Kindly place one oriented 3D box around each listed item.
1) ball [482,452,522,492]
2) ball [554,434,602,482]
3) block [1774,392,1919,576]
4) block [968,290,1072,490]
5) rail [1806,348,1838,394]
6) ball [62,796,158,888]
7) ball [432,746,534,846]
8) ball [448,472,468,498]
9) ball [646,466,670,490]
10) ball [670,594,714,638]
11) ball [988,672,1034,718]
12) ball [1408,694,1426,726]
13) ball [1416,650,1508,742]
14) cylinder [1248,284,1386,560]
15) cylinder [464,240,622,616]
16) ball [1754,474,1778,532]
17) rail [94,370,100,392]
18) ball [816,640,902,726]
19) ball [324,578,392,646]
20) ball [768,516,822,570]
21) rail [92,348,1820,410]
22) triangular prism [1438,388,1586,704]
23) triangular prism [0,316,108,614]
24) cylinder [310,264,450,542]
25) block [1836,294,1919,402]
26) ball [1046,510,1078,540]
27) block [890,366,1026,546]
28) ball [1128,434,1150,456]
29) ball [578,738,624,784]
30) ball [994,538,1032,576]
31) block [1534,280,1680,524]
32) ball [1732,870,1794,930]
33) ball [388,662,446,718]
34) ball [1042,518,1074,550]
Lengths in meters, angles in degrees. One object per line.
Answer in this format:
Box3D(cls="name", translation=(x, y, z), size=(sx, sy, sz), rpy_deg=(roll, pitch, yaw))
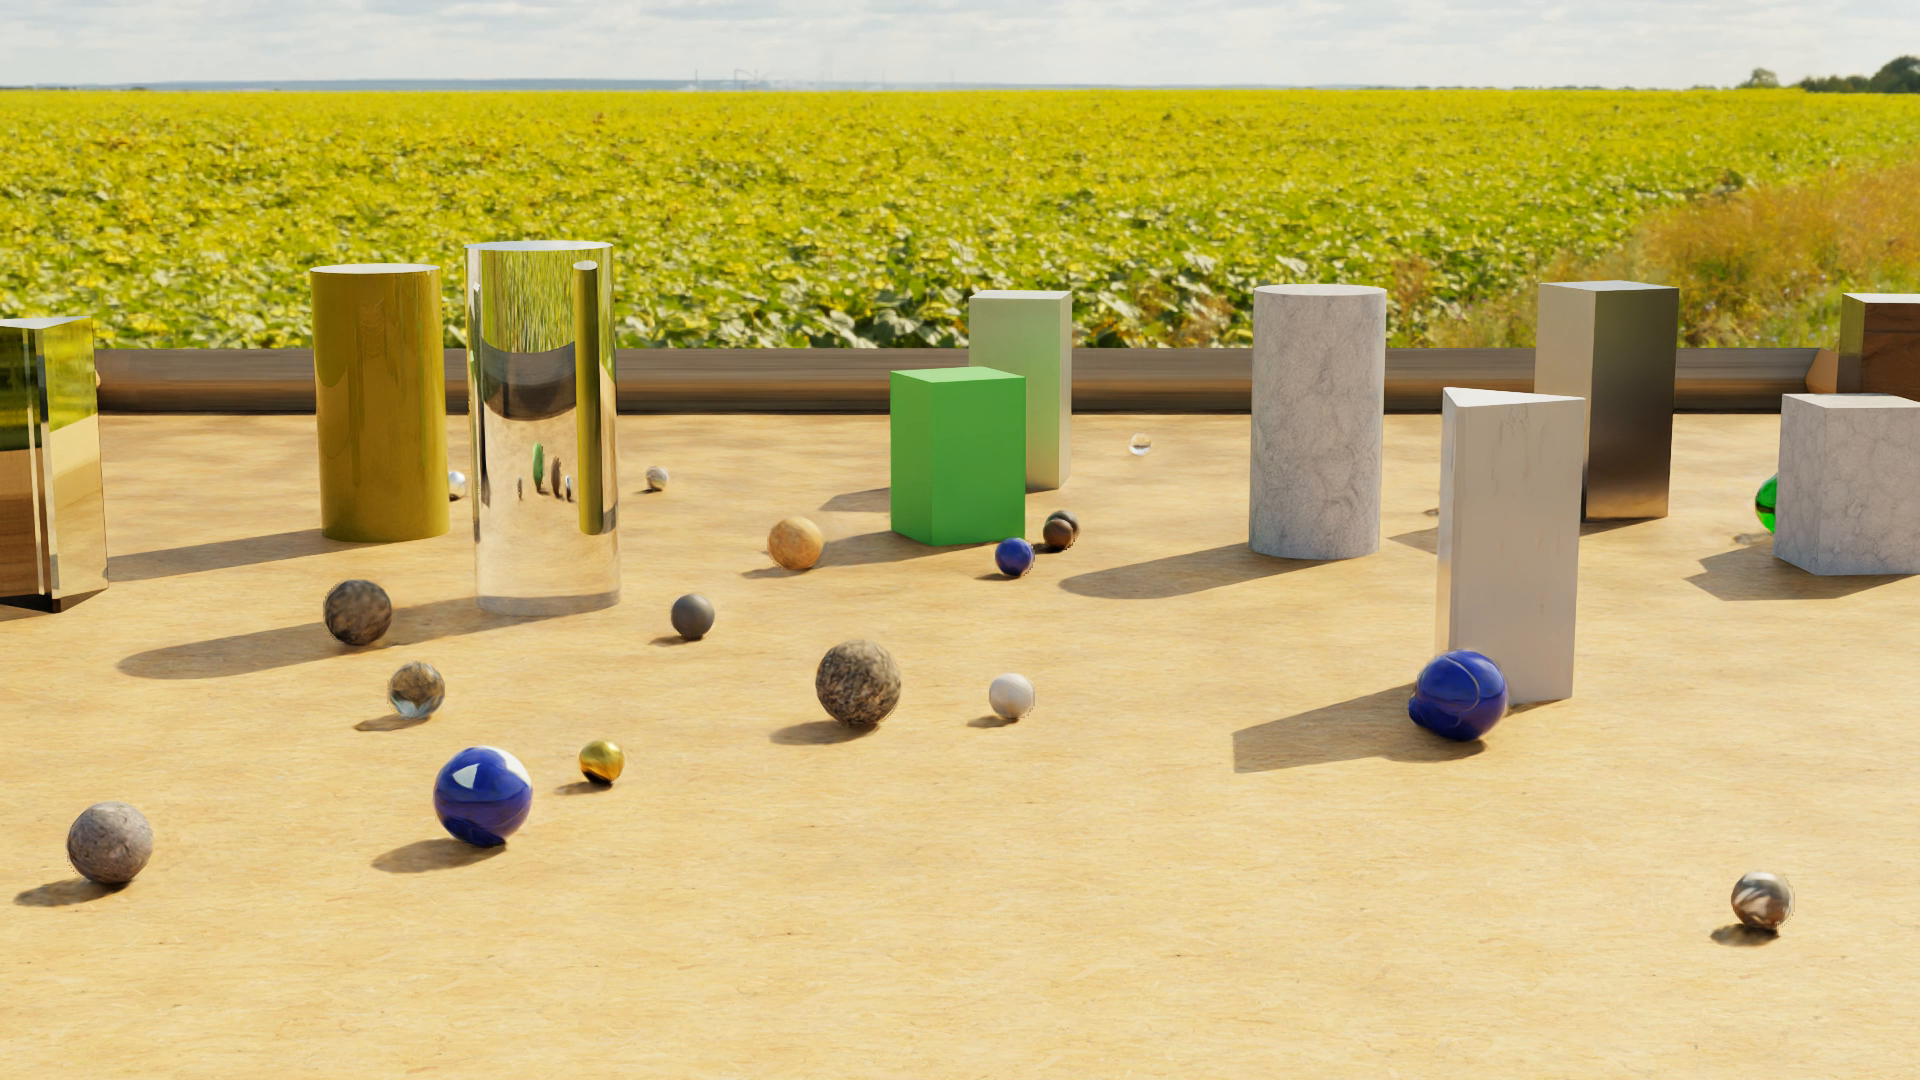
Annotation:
Box3D(cls="ball", translation=(-0.794, -0.118, 4.442), size=(0.068, 0.068, 0.068), rpy_deg=(0, 10, 0))
Box3D(cls="ball", translation=(-0.676, -0.145, 4.542), size=(0.085, 0.085, 0.085), rpy_deg=(0, 10, 0))
Box3D(cls="block", translation=(1.312, -0.084, 3.776), size=(0.159, 0.244, 0.159), rpy_deg=(-1, 11, -5))
Box3D(cls="block", translation=(0.107, -0.268, 4.528), size=(0.159, 0.331, 0.159), rpy_deg=(2, 11, 10))
Box3D(cls="rail", translation=(1.834, 0.031, 3.459), size=(0.045, 0.129, 4.174), rpy_deg=(0, 10, 0))
Box3D(cls="ball", translation=(-0.765, 0.273, 2.312), size=(0.083, 0.083, 0.083), rpy_deg=(0, 10, 0))
Box3D(cls="ball", translation=(-0.451, 0.242, 2.426), size=(0.094, 0.094, 0.094), rpy_deg=(0, 10, 0))
Box3D(cls="ball", translation=(-0.862, -0.094, 4.367), size=(0.047, 0.047, 0.047), rpy_deg=(0, 10, 0))
Box3D(cls="ball", translation=(-0.526, -0.107, 4.457), size=(0.041, 0.041, 0.041), rpy_deg=(0, 10, 0))
Box3D(cls="ball", translation=(-0.345, 0.097, 3.307), size=(0.057, 0.057, 0.057), rpy_deg=(0, 10, 0))
Box3D(cls="ball", translation=(0.057, 0.176, 2.899), size=(0.051, 0.051, 0.051), rpy_deg=(0, 10, 0))
Box3D(cls="ball", translation=(0.520, 0.188, 2.862), size=(0.041, 0.041, 0.041), rpy_deg=(0, 10, 0))
Box3D(cls="ball", translation=(0.548, 0.170, 2.799), size=(0.100, 0.100, 0.100), rpy_deg=(0, 10, 0))
Box3D(cls="cylinder", translation=(0.542, -0.183, 3.895), size=(0.199, 0.394, 0.199), rpy_deg=(0, 10, 0))
Box3D(cls="cylinder", translation=(-0.566, -0.156, 3.491), size=(0.199, 0.488, 0.199), rpy_deg=(0, 10, 0))
Box3D(cls="ball", translation=(1.298, -0.057, 4.024), size=(0.099, 0.099, 0.099), rpy_deg=(0, 10, 0))
Box3D(cls="rail", translation=(-1.834, 0.035, 3.438), size=(0.045, 0.129, 4.174), rpy_deg=(0, 10, 0))
Box3D(cls="ball", translation=(-0.113, 0.159, 2.865), size=(0.097, 0.097, 0.097), rpy_deg=(0, 10, 0))
Box3D(cls="ball", translation=(-0.765, 0.092, 3.262), size=(0.085, 0.085, 0.085), rpy_deg=(0, 10, 0))
Box3D(cls="ball", translation=(-0.240, 0.004, 3.753), size=(0.079, 0.079, 0.079), rpy_deg=(0, 10, 0))
Box3D(cls="rail", translation=(-0.012, -0.342, 5.478), size=(3.716, 0.129, 0.045), rpy_deg=(0, 10, 0))
Box3D(cls="triangular prism", translation=(0.607, 0.004, 3.001), size=(0.173, 0.351, 0.149), rpy_deg=(-5, 11, -24))
Box3D(cls="triangular prism", translation=(-1.246, -0.110, 3.529), size=(0.173, 0.384, 0.149), rpy_deg=(7, 13, 33))
Box3D(cls="cylinder", translation=(-0.909, -0.218, 4.027), size=(0.199, 0.416, 0.199), rpy_deg=(0, 10, 0))
Box3D(cls="block", translation=(1.458, -0.188, 3.982), size=(0.159, 0.373, 0.159), rpy_deg=(1, 11, 7))
Box3D(cls="ball", translation=(0.157, -0.020, 3.959), size=(0.051, 0.051, 0.051), rpy_deg=(0, 10, 0))
Box3D(cls="block", translation=(-0.004, -0.134, 4.017), size=(0.159, 0.253, 0.159), rpy_deg=(-5, 12, -24))
Box3D(cls="ball", translation=(0.341, -0.182, 4.858), size=(0.042, 0.042, 0.042), rpy_deg=(0, 10, 0))
Box3D(cls="ball", translation=(-0.368, 0.227, 2.632), size=(0.047, 0.047, 0.047), rpy_deg=(0, 10, 0))
Box3D(cls="ball", translation=(0.077, 0.024, 3.712), size=(0.055, 0.055, 0.055), rpy_deg=(0, 10, 0))
Box3D(cls="block", translation=(1.053, -0.229, 4.202), size=(0.159, 0.374, 0.159), rpy_deg=(-4, 11, -21))
Box3D(cls="ball", translation=(0.684, 0.307, 2.189), size=(0.051, 0.051, 0.051), rpy_deg=(0, 10, 0))
Box3D(cls="ball", translation=(-0.613, 0.170, 2.897), size=(0.064, 0.064, 0.064), rpy_deg=(0, 10, 0))
Box3D(cls="ball", translation=(0.149, -0.009, 3.912), size=(0.047, 0.047, 0.047), rpy_deg=(0, 10, 0))
